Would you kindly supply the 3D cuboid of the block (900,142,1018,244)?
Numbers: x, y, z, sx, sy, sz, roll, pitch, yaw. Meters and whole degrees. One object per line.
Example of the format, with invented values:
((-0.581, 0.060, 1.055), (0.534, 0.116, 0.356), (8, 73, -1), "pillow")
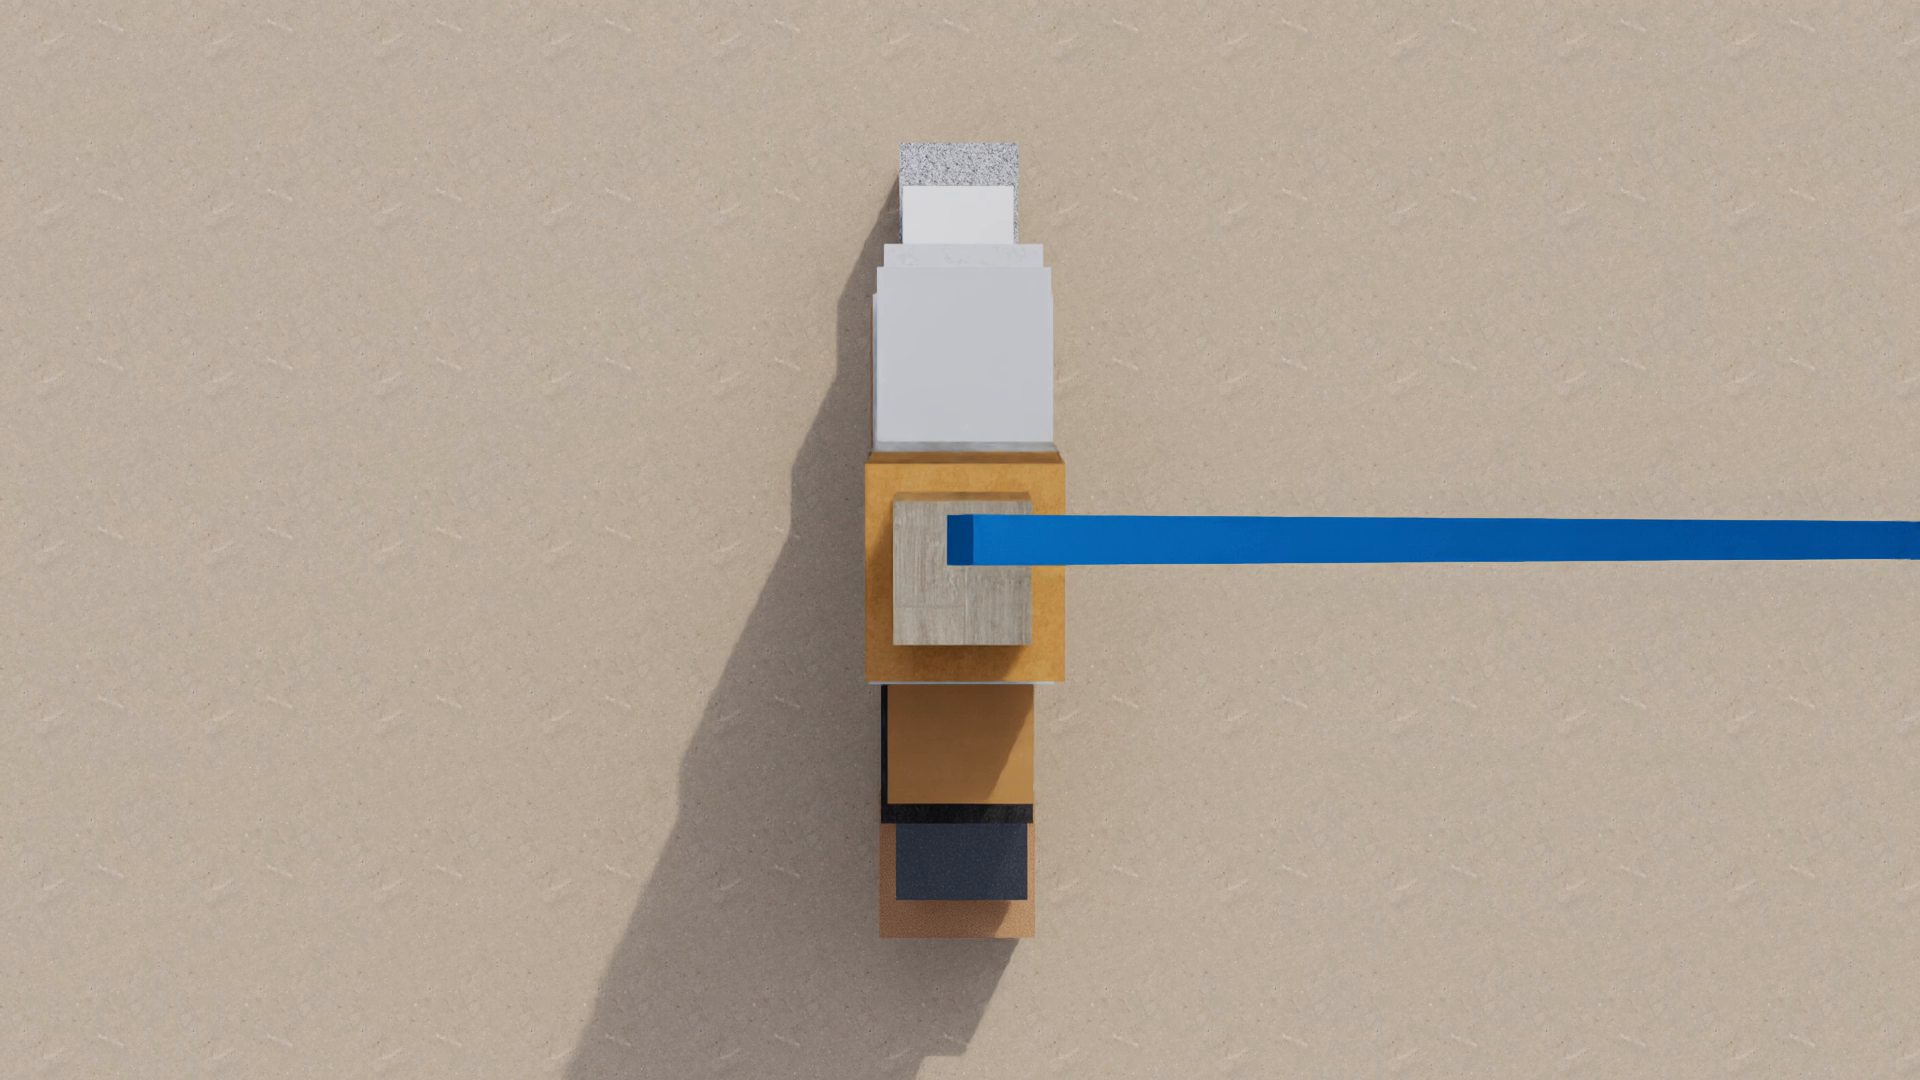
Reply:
((-0.006, -1.819, 12.634), (0.663, 0.733, 0.794), (0, 90, 0), "block")

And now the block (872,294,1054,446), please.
((0.013, -0.652, 10.100), (0.792, 0.890, 0.855), (0, 90, 0), "block")

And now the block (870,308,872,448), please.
((-0.001, -0.735, 11.829), (0.926, 0.893, 0.911), (0, 89, 0), "block")

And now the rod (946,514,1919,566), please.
((2.212, 0.000, 4.833), (5.200, 0.080, 0.080), (0, 90, -32), "rod")

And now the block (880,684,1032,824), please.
((-0.015, 1.005, 11.112), (0.744, 0.701, 0.768), (0, 90, 0), "block")

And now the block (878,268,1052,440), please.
((0.016, -0.734, 9.269), (0.703, 0.772, 0.736), (0, 90, 0), "block")

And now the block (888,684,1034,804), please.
((0.003, 0.846, 9.885), (0.638, 0.585, 0.577), (0, 94, 0), "block")

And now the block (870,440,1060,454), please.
((0.018, 0.007, 8.570), (0.711, 0.700, 0.749), (0, 96, 0), "block")

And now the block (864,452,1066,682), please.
((0.018, 0.079, 7.878), (0.685, 0.693, 0.750), (0, 96, 0), "block")

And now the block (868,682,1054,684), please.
((0.004, 0.126, 9.406), (0.771, 0.655, 0.818), (0, 104, 0), "block")

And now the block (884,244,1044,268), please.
((0.018, -1.035, 10.968), (0.764, 0.836, 0.758), (0, 89, 0), "block")

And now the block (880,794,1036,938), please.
((-0.015, 1.815, 12.625), (0.867, 0.751, 0.802), (0, 90, 0), "block")

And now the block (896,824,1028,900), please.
((0.009, 1.501, 11.854), (0.685, 0.789, 0.754), (0, 90, 0), "block")

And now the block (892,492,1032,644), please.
((0.009, 0.089, 7.339), (0.452, 0.381, 0.470), (0, 96, 0), "block")

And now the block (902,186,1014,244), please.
((-0.010, -1.538, 11.977), (0.587, 0.581, 0.687), (0, 90, 0), "block")
